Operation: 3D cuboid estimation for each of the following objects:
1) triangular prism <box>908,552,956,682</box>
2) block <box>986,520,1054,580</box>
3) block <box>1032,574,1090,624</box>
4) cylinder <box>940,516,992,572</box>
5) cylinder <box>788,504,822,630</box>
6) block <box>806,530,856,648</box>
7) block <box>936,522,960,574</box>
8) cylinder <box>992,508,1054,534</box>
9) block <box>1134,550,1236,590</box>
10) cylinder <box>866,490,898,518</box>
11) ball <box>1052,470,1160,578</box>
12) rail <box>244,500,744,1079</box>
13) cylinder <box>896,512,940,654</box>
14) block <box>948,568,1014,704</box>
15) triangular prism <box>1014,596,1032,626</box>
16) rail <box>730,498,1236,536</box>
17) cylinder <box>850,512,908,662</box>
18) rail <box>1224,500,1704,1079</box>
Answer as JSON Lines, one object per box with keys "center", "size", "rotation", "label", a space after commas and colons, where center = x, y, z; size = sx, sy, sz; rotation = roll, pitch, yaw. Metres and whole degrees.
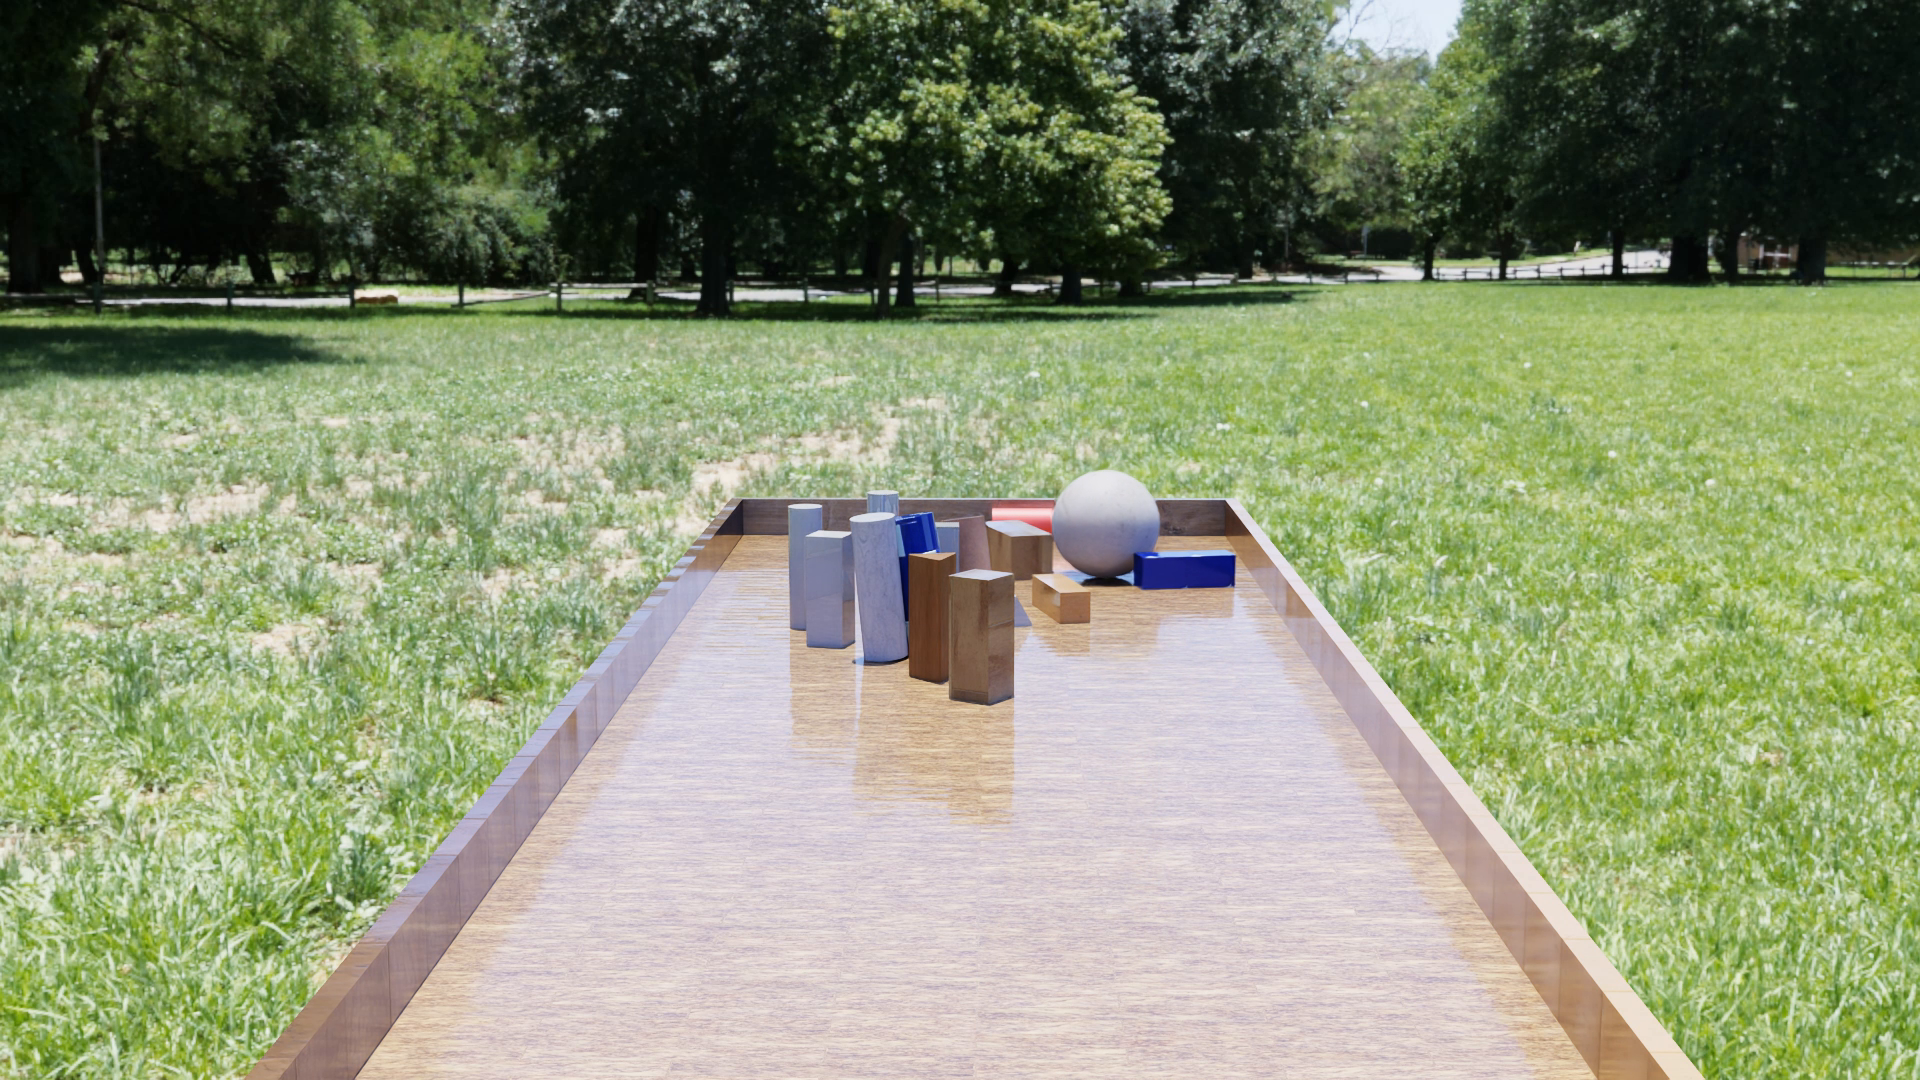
{"center": [-0.059, 0.222, 6.454], "size": [0.120, 0.361, 0.139], "rotation": [-8, 12, -40], "label": "triangular prism"}
{"center": [0.207, 0.036, 8.264], "size": [0.163, 0.163, 0.383], "rotation": [-3, 9, -17], "label": "block"}
{"center": [0.341, 0.197, 7.436], "size": [0.104, 0.104, 0.355], "rotation": [-2, 9, -13], "label": "block"}
{"center": [0.029, 0.101, 7.205], "size": [0.148, 0.346, 0.148], "rotation": [-7, 2, 0], "label": "cylinder"}
{"center": [-0.504, 0.087, 7.194], "size": [0.111, 0.397, 0.111], "rotation": [0, 9, 0], "label": "cylinder"}
{"center": [-0.408, 0.154, 6.927], "size": [0.120, 0.348, 0.120], "rotation": [3, 9, 16], "label": "block"}
{"center": [-0.089, 0.133, 6.966], "size": [0.173, 0.366, 0.173], "rotation": [0, 5, 0], "label": "block"}
{"center": [0.323, -0.069, 9.058], "size": [0.381, 0.122, 0.122], "rotation": [0, 9, 1], "label": "cylinder"}
{"center": [0.811, 0.108, 7.954], "size": [0.346, 0.117, 0.117], "rotation": [-2, 9, -11], "label": "block"}
{"center": [-0.252, 0.062, 7.209], "size": [0.104, 0.441, 0.104], "rotation": [0, 9, 0], "label": "cylinder"}
{"center": [0.538, -0.059, 8.109], "size": [0.399, 0.399, 0.399], "rotation": [0, 9, 0], "label": "ball"}
{"center": [-1.004, 0.839, 3.234], "size": [0.050, 0.150, 12.000], "rotation": [0, 9, 1], "label": "rail"}
{"center": [-0.131, 0.131, 6.791], "size": [0.172, 0.410, 0.172], "rotation": [-10, 5, 1], "label": "cylinder"}
{"center": [0.061, 0.270, 6.190], "size": [0.133, 0.350, 0.133], "rotation": [6, 11, 34], "label": "block"}
{"center": [0.156, 0.205, 7.384], "size": [0.114, 0.098, 0.358], "rotation": [-1, 9, -8], "label": "triangular prism"}
{"center": [0.099, -0.098, 9.147], "size": [2.100, 0.150, 0.050], "rotation": [0, 9, 1], "label": "rail"}
{"center": [-0.246, 0.143, 6.687], "size": [0.137, 0.434, 0.137], "rotation": [-5, 11, 1], "label": "cylinder"}
{"center": [1.046, 0.843, 3.208], "size": [0.050, 0.150, 12.000], "rotation": [0, 9, 1], "label": "rail"}
